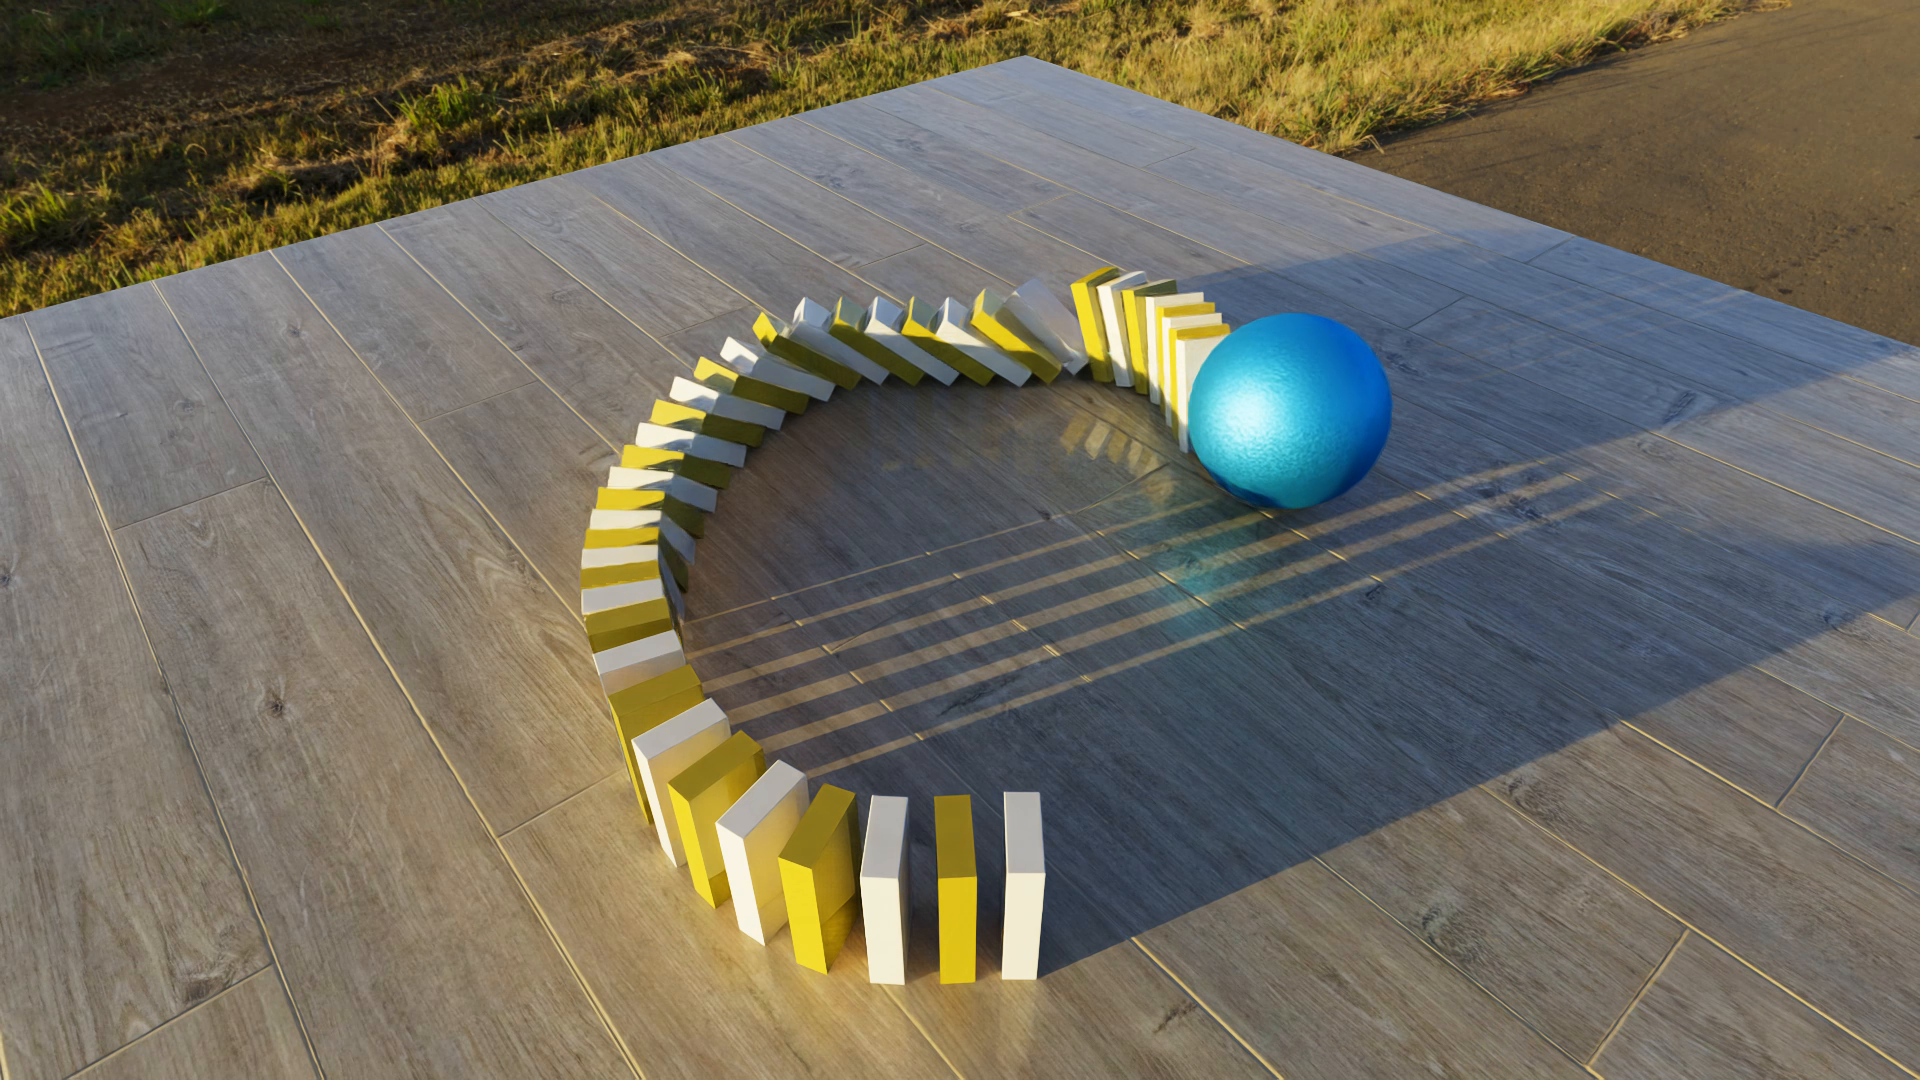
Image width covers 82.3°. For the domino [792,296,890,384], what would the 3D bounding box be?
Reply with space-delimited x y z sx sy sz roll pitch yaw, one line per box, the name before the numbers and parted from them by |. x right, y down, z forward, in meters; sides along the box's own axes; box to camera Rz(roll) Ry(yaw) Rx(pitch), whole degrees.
domino | -0.058 -0.098 0.540 0.050 0.010 0.025 29 29 -23

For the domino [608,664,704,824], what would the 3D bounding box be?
domino | -0.089 0.063 0.335 0.025 0.050 0.010 -21 44 -24

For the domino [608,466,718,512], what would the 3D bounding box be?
domino | -0.118 -0.020 0.442 0.025 0.010 0.050 6 -4 7

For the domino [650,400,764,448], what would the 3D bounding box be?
domino | -0.110 -0.051 0.483 0.025 0.010 0.050 16 4 19

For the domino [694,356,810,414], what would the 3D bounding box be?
domino | -0.095 -0.071 0.508 0.025 0.009 0.050 28 10 30

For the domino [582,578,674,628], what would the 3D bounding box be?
domino | -0.109 0.034 0.369 0.025 0.050 0.009 -9 50 -11

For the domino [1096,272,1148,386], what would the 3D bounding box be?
domino | 0.084 -0.103 0.537 0.025 0.050 0.010 -28 24 -30

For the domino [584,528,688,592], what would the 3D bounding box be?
domino | -0.117 0.008 0.403 0.025 0.050 0.010 -2 72 -2

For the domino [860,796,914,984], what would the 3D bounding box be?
domino | -0.019 0.095 0.296 0.009 0.050 0.025 2 39 3

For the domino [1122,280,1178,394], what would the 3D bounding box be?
domino | 0.095 -0.098 0.532 0.025 0.050 0.010 -19 20 -22

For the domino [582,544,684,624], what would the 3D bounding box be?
domino | -0.115 0.017 0.391 0.025 0.050 0.009 -4 65 -5

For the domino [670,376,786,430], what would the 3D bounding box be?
domino | -0.104 -0.061 0.496 0.025 0.010 0.050 22 7 25

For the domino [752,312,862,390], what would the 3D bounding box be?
domino | -0.074 -0.091 0.531 0.050 0.010 0.025 22 22 -39

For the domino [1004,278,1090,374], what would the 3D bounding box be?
domino | 0.047 -0.107 0.551 0.050 0.009 0.025 46 40 0

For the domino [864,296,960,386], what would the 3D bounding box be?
domino | -0.023 -0.098 0.541 0.050 0.010 0.025 30 33 -21

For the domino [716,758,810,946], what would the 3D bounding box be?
domino | -0.052 0.087 0.305 0.009 0.050 0.025 23 44 25

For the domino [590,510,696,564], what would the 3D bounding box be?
domino | -0.119 -0.001 0.416 0.025 0.050 0.009 1 77 1

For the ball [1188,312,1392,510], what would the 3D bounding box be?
ball | 0.134 -0.052 0.452 0.080 0.080 0.080 0 39 0

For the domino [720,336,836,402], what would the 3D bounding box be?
domino | -0.085 -0.080 0.519 0.025 0.009 0.050 36 15 36

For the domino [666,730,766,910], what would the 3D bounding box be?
domino | -0.066 0.080 0.314 0.010 0.050 0.025 30 48 32

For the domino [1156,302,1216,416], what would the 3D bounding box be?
domino | 0.106 -0.085 0.516 0.025 0.050 0.010 -8 16 -10

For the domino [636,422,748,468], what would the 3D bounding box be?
domino | -0.114 -0.040 0.469 0.025 0.010 0.050 12 1 14

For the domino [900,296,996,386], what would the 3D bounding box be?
domino | -0.005 -0.098 0.542 0.050 0.009 0.025 30 34 -20

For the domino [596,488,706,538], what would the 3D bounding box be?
domino | -0.120 -0.010 0.429 0.025 0.050 0.009 4 82 5

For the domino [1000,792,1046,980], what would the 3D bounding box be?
domino | 0.016 0.094 0.297 0.010 0.050 0.025 0 39 0

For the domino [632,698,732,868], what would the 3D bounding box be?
domino | -0.078 0.072 0.324 0.025 0.050 0.009 -27 47 -29

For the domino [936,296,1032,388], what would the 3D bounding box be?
domino | 0.012 -0.097 0.541 0.050 0.010 0.025 29 35 -20

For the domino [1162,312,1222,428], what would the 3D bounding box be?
domino | 0.108 -0.078 0.508 0.025 0.050 0.009 -8 16 -10

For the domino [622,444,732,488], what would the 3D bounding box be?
domino | -0.117 -0.030 0.456 0.025 0.009 0.050 8 -1 10

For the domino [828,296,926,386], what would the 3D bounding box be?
domino | -0.040 -0.098 0.540 0.050 0.010 0.025 29 31 -22

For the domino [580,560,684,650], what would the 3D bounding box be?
domino | -0.112 0.026 0.380 0.025 0.050 0.010 -6 58 -8

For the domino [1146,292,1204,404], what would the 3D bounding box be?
domino | 0.103 -0.091 0.523 0.025 0.050 0.010 -8 16 -10

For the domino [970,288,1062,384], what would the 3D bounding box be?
domino | 0.028 -0.100 0.542 0.050 0.010 0.025 34 33 -19

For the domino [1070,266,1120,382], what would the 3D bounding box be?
domino | 0.072 -0.106 0.541 0.025 0.050 0.010 -33 27 -34

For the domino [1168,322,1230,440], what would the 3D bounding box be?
domino | 0.109 -0.072 0.500 0.025 0.050 0.009 -8 16 -10

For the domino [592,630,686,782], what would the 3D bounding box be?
domino | -0.097 0.053 0.347 0.025 0.050 0.010 -17 42 -20

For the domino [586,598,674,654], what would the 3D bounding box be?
domino | -0.104 0.043 0.359 0.025 0.050 0.010 -13 42 -15

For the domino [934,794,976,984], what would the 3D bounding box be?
domino | -0.001 0.095 0.296 0.009 0.050 0.025 -2 39 -3

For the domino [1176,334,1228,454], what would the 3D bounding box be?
domino | 0.111 -0.065 0.492 0.025 0.050 0.009 -8 16 -10

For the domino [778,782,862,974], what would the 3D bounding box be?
domino | -0.036 0.092 0.299 0.010 0.050 0.025 14 41 17
